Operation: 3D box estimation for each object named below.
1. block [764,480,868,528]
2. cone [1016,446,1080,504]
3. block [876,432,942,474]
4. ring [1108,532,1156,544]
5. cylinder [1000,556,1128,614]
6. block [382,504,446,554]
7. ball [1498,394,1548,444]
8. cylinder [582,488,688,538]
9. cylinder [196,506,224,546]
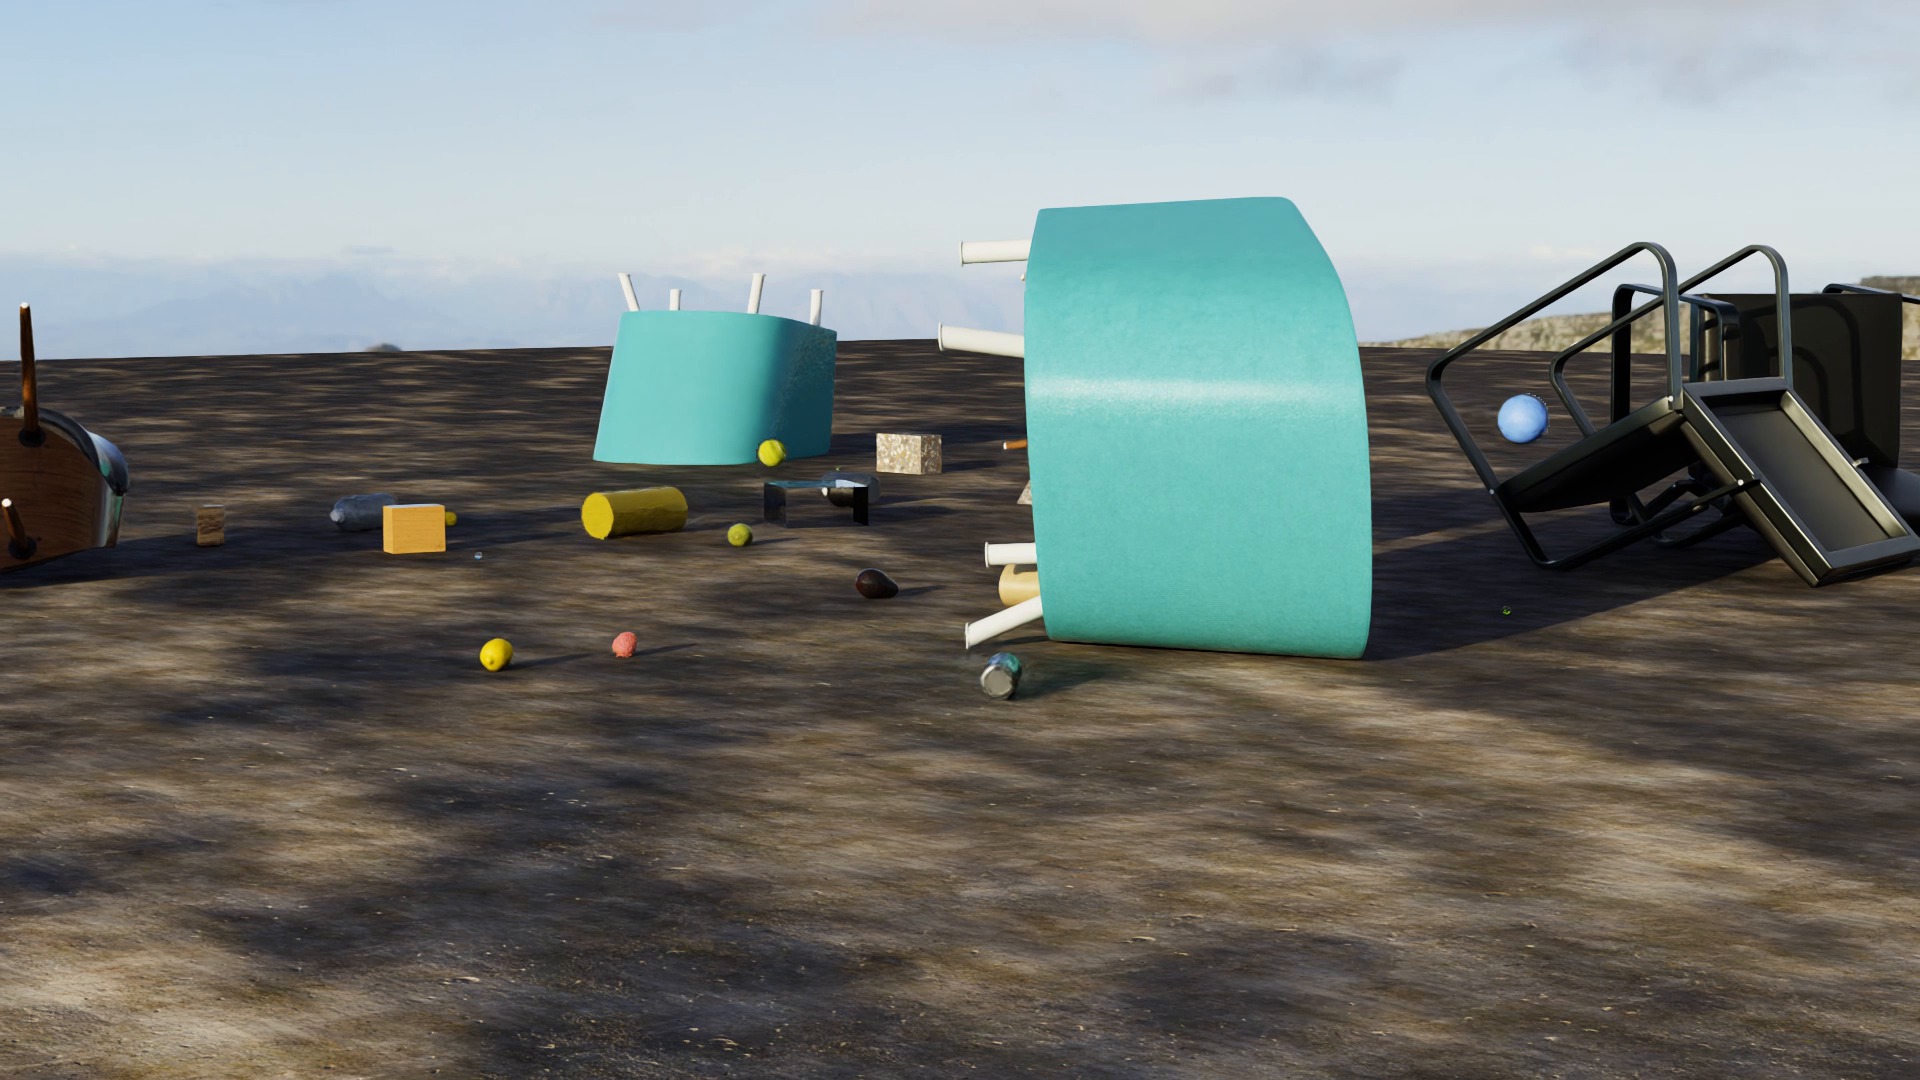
[{"bbox_3d":[-0.385,-0.097,6.838,0.224,0.105,0.236,-2,6,-18],"label":"block"},{"bbox_3d":[0.258,-0.190,7.453,0.186,0.165,0.143,0,6,-5],"label":"cone"},{"bbox_3d":[-0.172,-0.292,8.626,0.209,0.127,0.099,6,8,44],"label":"block"},{"bbox_3d":[0.427,-0.004,6.342,0.127,0.023,0.062,-1,7,-18],"label":"ring"},{"bbox_3d":[0.205,0.087,5.041,0.193,0.107,0.194,0,7,26],"label":"cylinder"},{"bbox_3d":[-1.308,-0.028,6.150,0.129,0.109,0.071,-3,7,-30],"label":"block"},{"bbox_3d":[2.209,-0.474,10.073,0.192,0.192,0.192,0,6,0],"label":"ball"},{"bbox_3d":[-0.826,-0.070,6.530,0.256,0.116,0.113,-7,-35,-49],"label":"cylinder"},{"bbox_3d":[-1.835,-0.036,6.284,0.044,0.095,0.081,4,5,27],"label":"cylinder"}]
